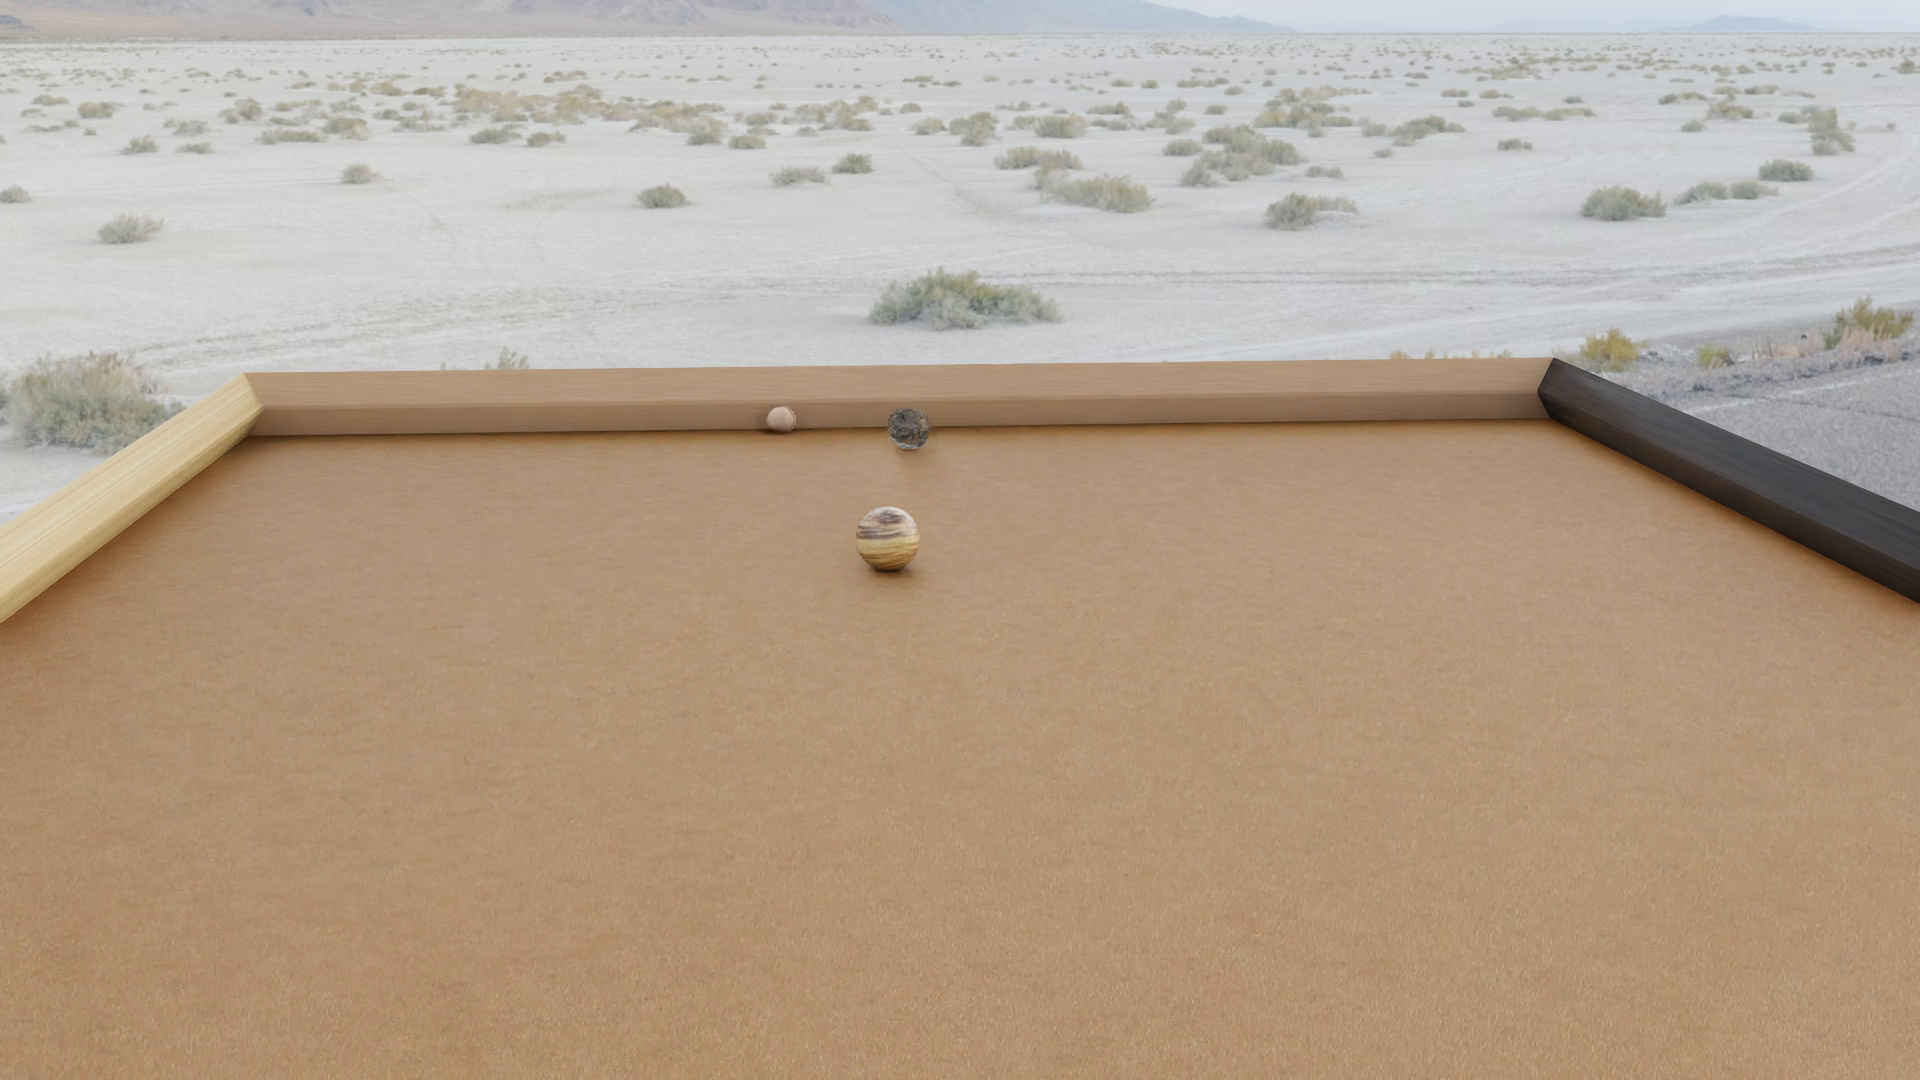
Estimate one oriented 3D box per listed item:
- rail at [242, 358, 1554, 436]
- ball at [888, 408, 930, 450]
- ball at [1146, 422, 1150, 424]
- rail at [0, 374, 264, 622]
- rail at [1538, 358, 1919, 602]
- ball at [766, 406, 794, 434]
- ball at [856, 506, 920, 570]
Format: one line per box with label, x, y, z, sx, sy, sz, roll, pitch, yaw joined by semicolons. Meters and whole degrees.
rail;-0.087;-0.270;4.175;2.499;0.117;0.045;-1;13;-4
ball;-0.091;-0.200;3.970;0.074;0.074;0.074;0;13;0
ball;0.437;-0.289;4.861;0.082;0.082;0.082;0;13;0
rail;-1.133;0.251;1.923;0.045;0.117;4.490;-1;13;-4
rail;1.311;0.208;2.112;0.045;0.117;4.490;-1;13;-4
ball;-0.338;-0.226;4.133;0.050;0.050;0.050;0;13;0
ball;-0.101;-0.002;3.080;0.090;0.090;0.090;0;13;0
